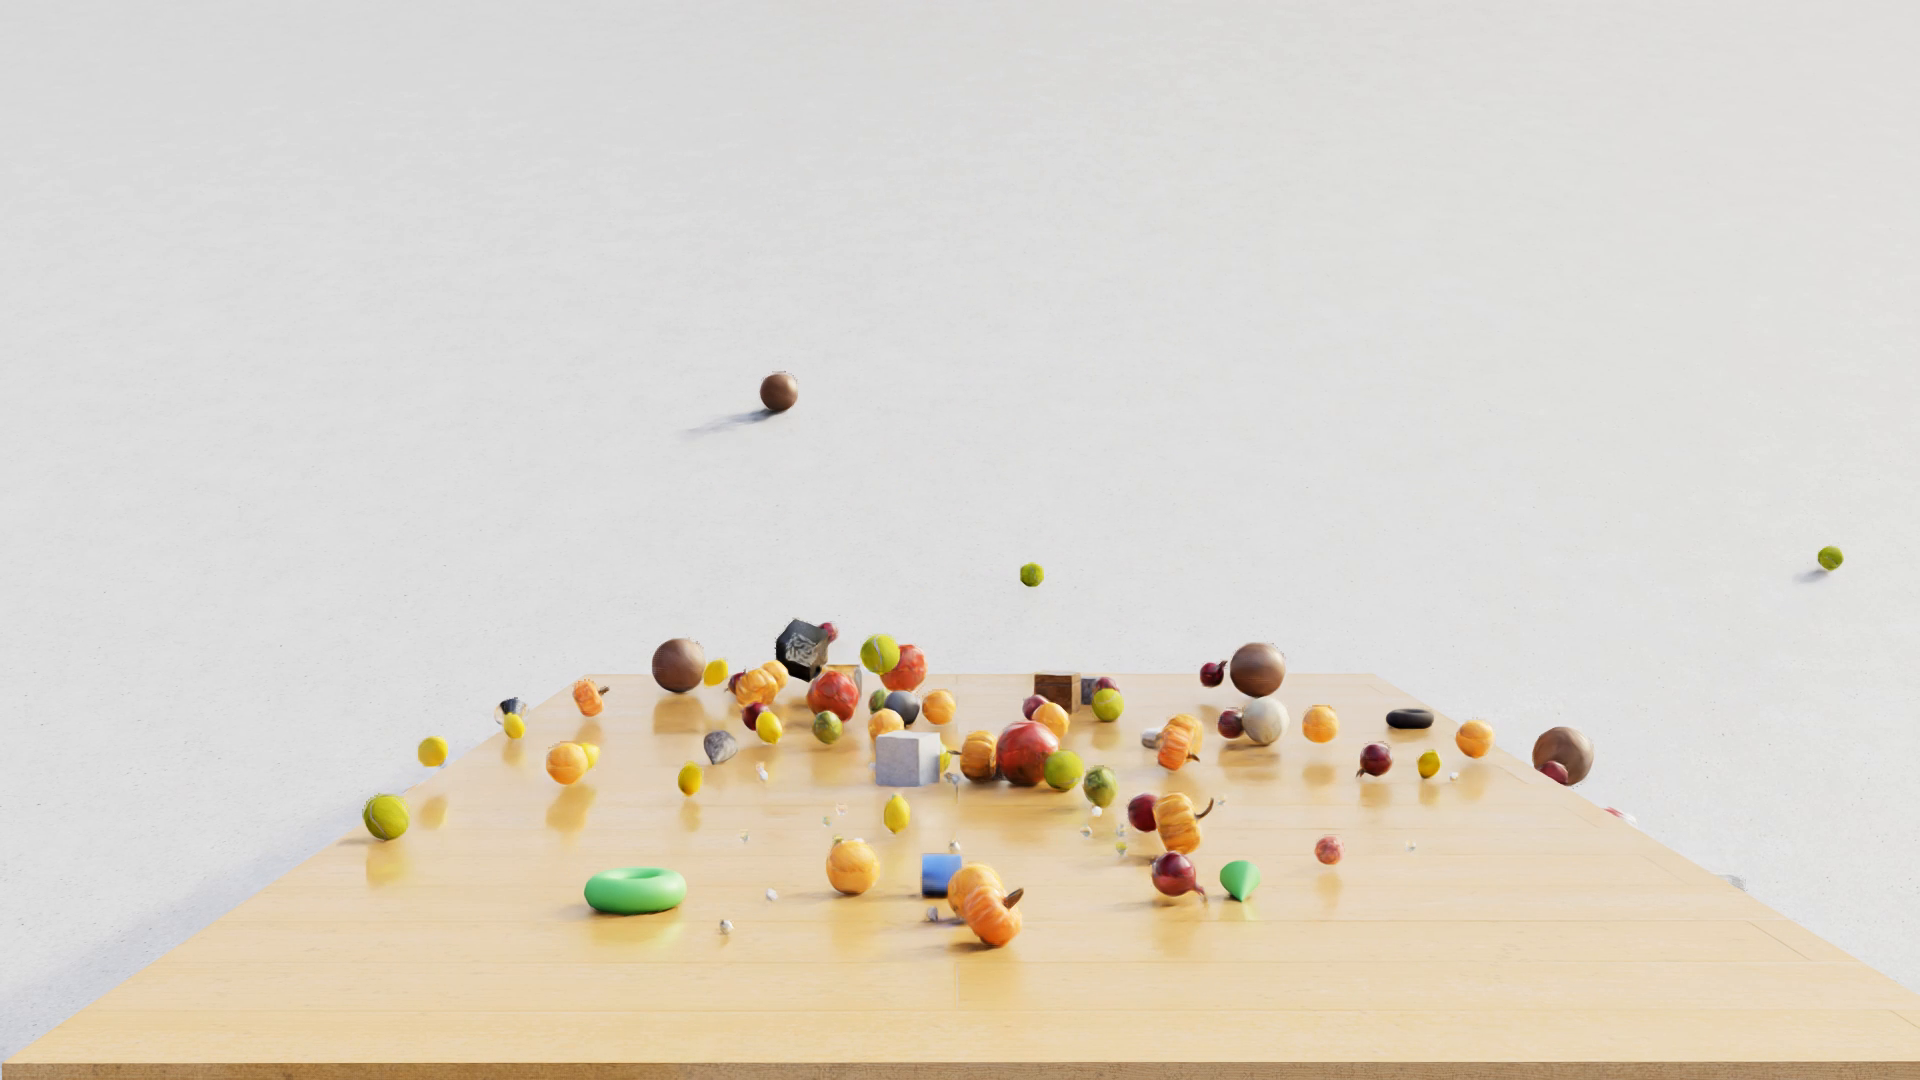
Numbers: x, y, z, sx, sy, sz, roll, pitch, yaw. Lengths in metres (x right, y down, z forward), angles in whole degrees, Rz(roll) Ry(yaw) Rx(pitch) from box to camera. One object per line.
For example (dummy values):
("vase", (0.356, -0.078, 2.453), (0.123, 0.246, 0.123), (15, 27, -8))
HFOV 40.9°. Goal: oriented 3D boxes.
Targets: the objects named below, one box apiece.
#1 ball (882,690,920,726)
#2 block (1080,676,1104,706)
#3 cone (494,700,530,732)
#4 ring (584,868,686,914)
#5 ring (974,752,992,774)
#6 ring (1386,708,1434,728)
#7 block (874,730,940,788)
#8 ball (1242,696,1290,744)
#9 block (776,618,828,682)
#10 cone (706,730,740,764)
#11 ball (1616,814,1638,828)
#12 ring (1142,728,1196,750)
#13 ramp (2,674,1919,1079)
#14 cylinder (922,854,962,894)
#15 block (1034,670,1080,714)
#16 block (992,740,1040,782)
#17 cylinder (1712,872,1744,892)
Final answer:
("ball", (-0.123, 0.352, 5.380), (0.076, 0.076, 0.076), (0, 23, 0))
("block", (0.289, 0.341, 5.832), (0.059, 0.059, 0.059), (1, 3, 22))
("cone", (-0.922, 0.378, 5.302), (0.072, 0.072, 0.072), (-4, 30, -10))
("ring", (-0.423, 0.457, 3.361), (0.133, 0.044, 0.133), (-1, 3, 0))
("ring", (0.078, 0.404, 4.669), (0.104, 0.035, 0.104), (-1, 3, 0))
("ring", (0.940, 0.373, 5.376), (0.100, 0.033, 0.100), (0, 4, 0))
("block", (-0.093, 0.385, 4.527), (0.085, 0.085, 0.085), (1, 3, 24))
("ball", (0.601, 0.355, 5.063), (0.093, 0.093, 0.093), (0, 23, 0))
("block", (-0.380, 0.265, 6.183), (0.094, 0.094, 0.094), (20, 42, 19))
("cone", (-0.452, 0.401, 4.791), (0.067, 0.067, 0.067), (7, 46, 16))
("ball", (1.537, 0.659, 5.944), (0.056, 0.056, 0.056), (0, 23, 0))
("ring", (0.407, 0.388, 5.029), (0.106, 0.035, 0.106), (0, 2, 0))
("ramp", (0.053, 0.477, 4.537), (2.000, 0.100, 4.000), (0, 3, 0))
("cylinder", (-0.023, 0.448, 3.449), (0.053, 0.053, 0.053), (0, 23, 0))
("block", (0.214, 0.335, 5.661), (0.085, 0.085, 0.085), (1, 3, 16))
("block", (0.101, 0.393, 4.587), (0.064, 0.064, 0.064), (-1, 3, -25))
("cylinder", (1.341, 0.635, 4.590), (0.086, 0.086, 0.086), (6, 22, 41))
